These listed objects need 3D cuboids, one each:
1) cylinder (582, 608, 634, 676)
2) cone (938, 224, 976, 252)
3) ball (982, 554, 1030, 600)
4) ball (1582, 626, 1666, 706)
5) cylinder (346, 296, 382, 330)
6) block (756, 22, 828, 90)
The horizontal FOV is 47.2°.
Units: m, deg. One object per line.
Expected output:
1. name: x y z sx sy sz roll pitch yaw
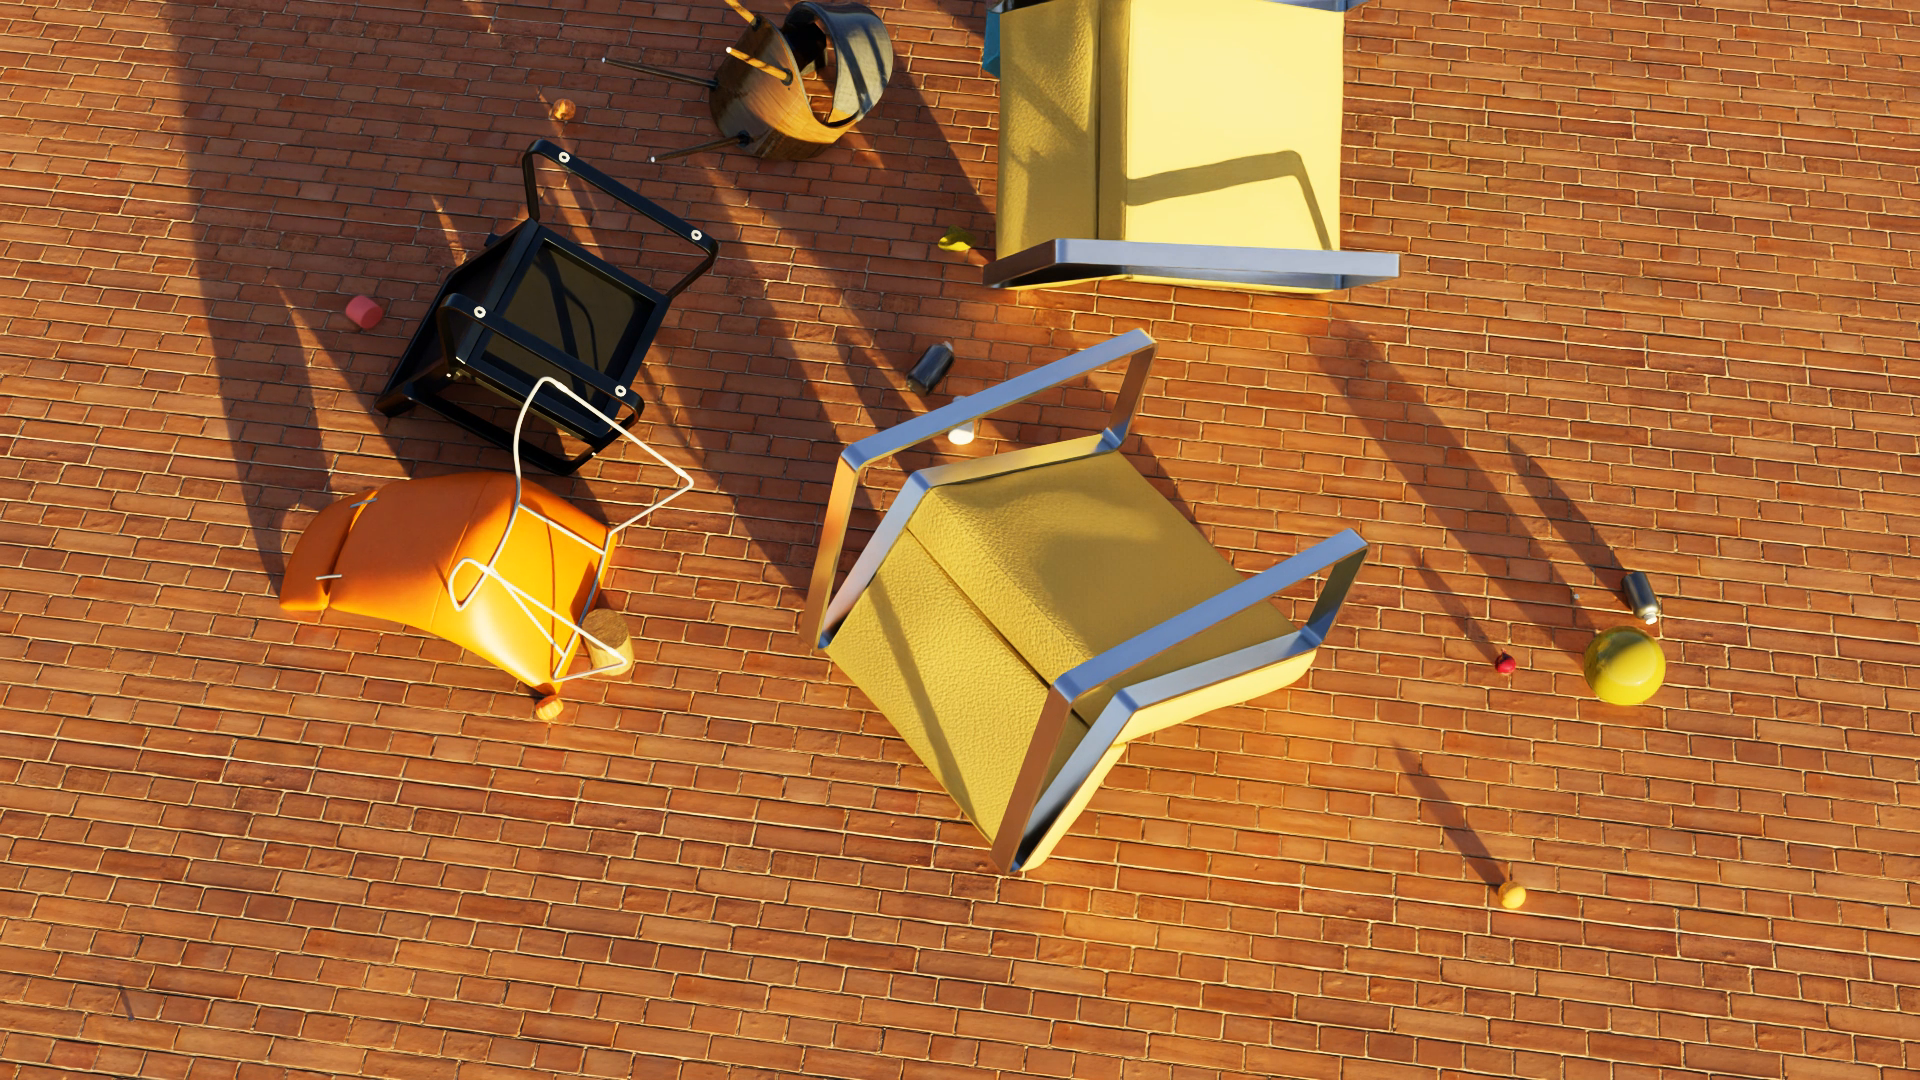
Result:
1. cylinder: -1.008 0.292 6.297 0.125 0.134 0.149 -30 61 -18
2. cone: -0.017 -1.011 7.233 0.127 0.069 0.119 -9 40 -4
3. ball: 0.134 0.107 6.420 0.137 0.137 0.137 0 56 0
4. ball: 1.872 0.354 6.201 0.225 0.225 0.225 0 56 0
5. cylinder: -1.900 -0.727 7.013 0.072 0.080 0.089 35 59 21
6. block: -0.581 -1.676 7.617 0.232 0.135 0.080 -27 60 -17
